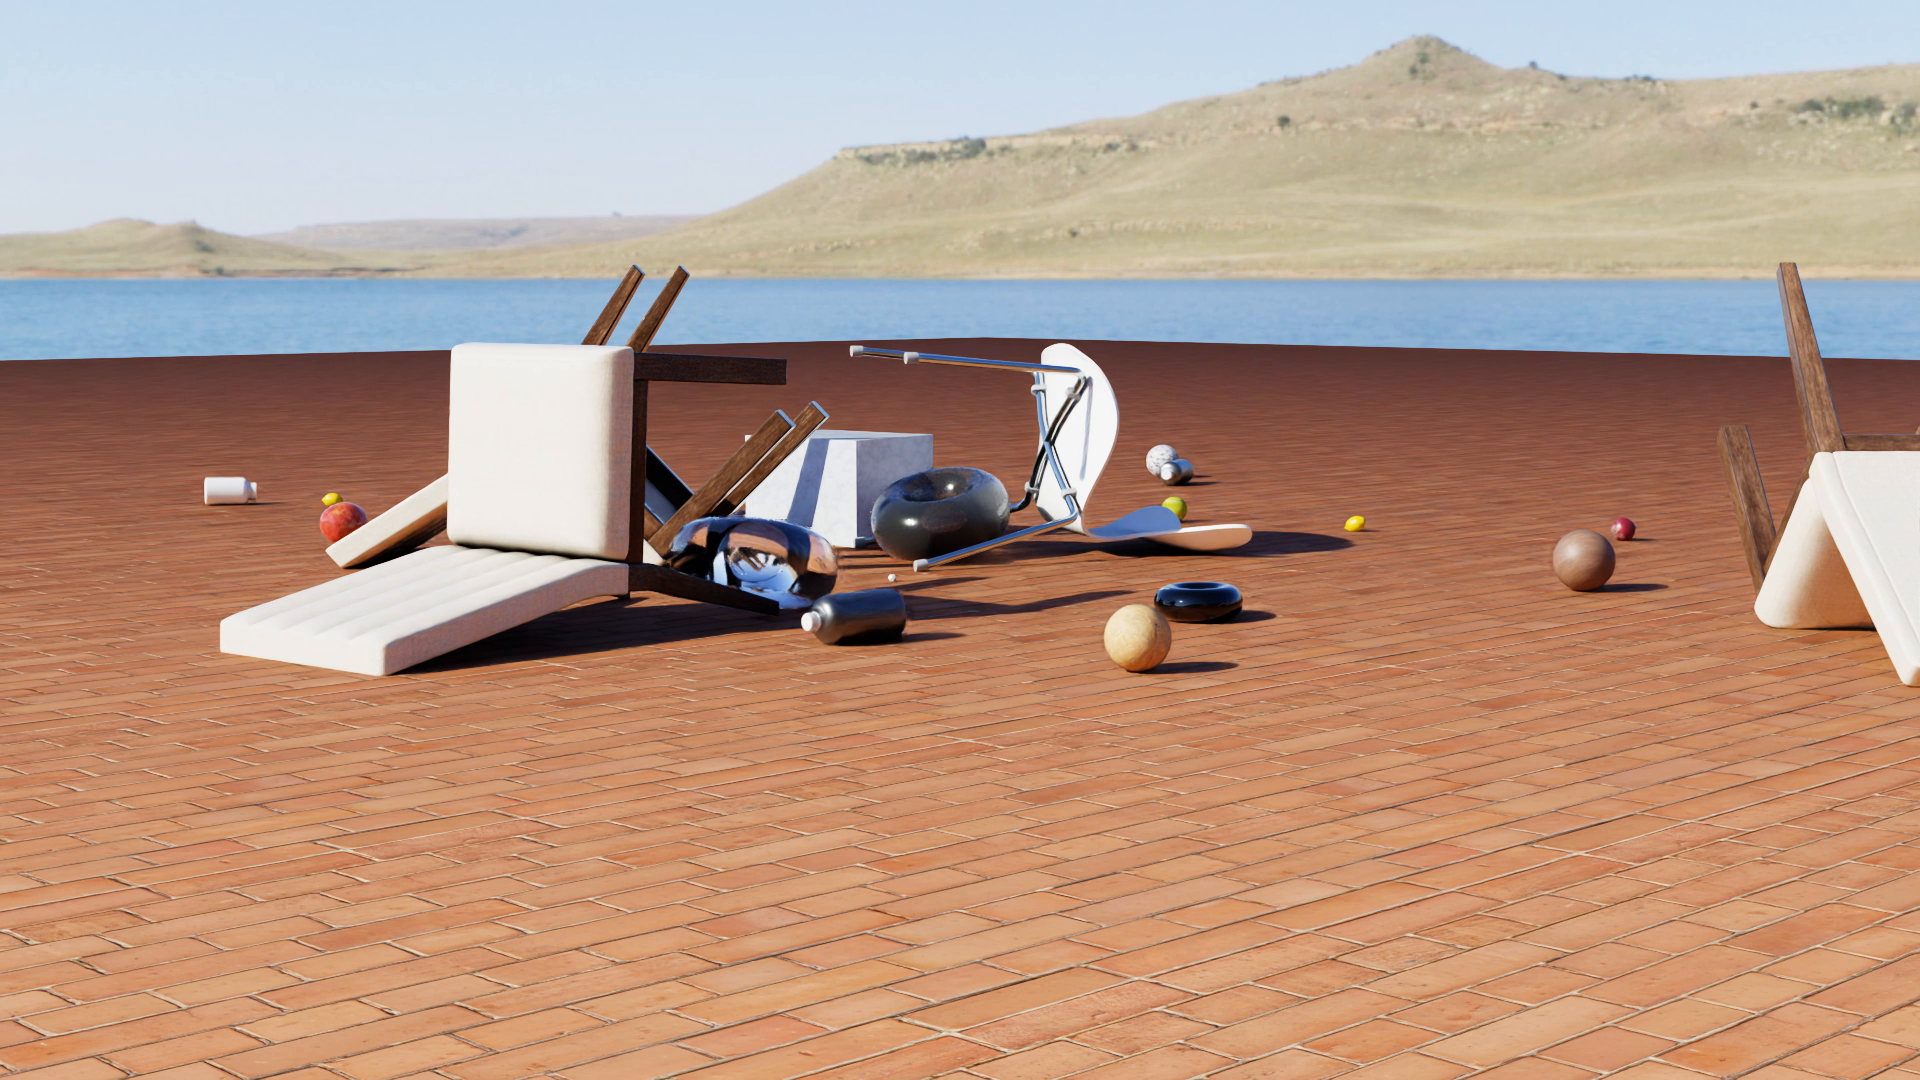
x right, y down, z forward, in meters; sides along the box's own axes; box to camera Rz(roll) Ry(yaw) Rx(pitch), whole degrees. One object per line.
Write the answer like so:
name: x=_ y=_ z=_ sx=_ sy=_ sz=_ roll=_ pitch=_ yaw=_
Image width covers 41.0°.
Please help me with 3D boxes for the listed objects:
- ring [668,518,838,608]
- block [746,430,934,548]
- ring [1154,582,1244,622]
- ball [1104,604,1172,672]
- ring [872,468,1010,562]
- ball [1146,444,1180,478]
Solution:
ring: x=-0.402 y=0.046 z=4.992 sx=0.323 sy=0.133 sz=0.369 roll=0 pitch=-12 yaw=19
block: x=-0.302 y=-0.135 z=6.454 sx=0.354 sy=0.259 sz=0.311 roll=4 pitch=7 yaw=36
ring: x=0.460 y=0.119 z=4.945 sx=0.173 sy=0.064 sz=0.208 roll=0 pitch=5 yaw=8
ball: x=0.297 y=0.163 z=4.277 sx=0.113 sy=0.113 sz=0.113 roll=0 pitch=6 yaw=0
ring: x=-0.045 y=-0.061 z=6.070 sx=0.331 sy=0.145 sz=0.415 roll=-5 pitch=17 yaw=8
ball: x=0.662 y=-0.257 z=8.376 sx=0.108 sy=0.108 sz=0.108 roll=0 pitch=6 yaw=0
